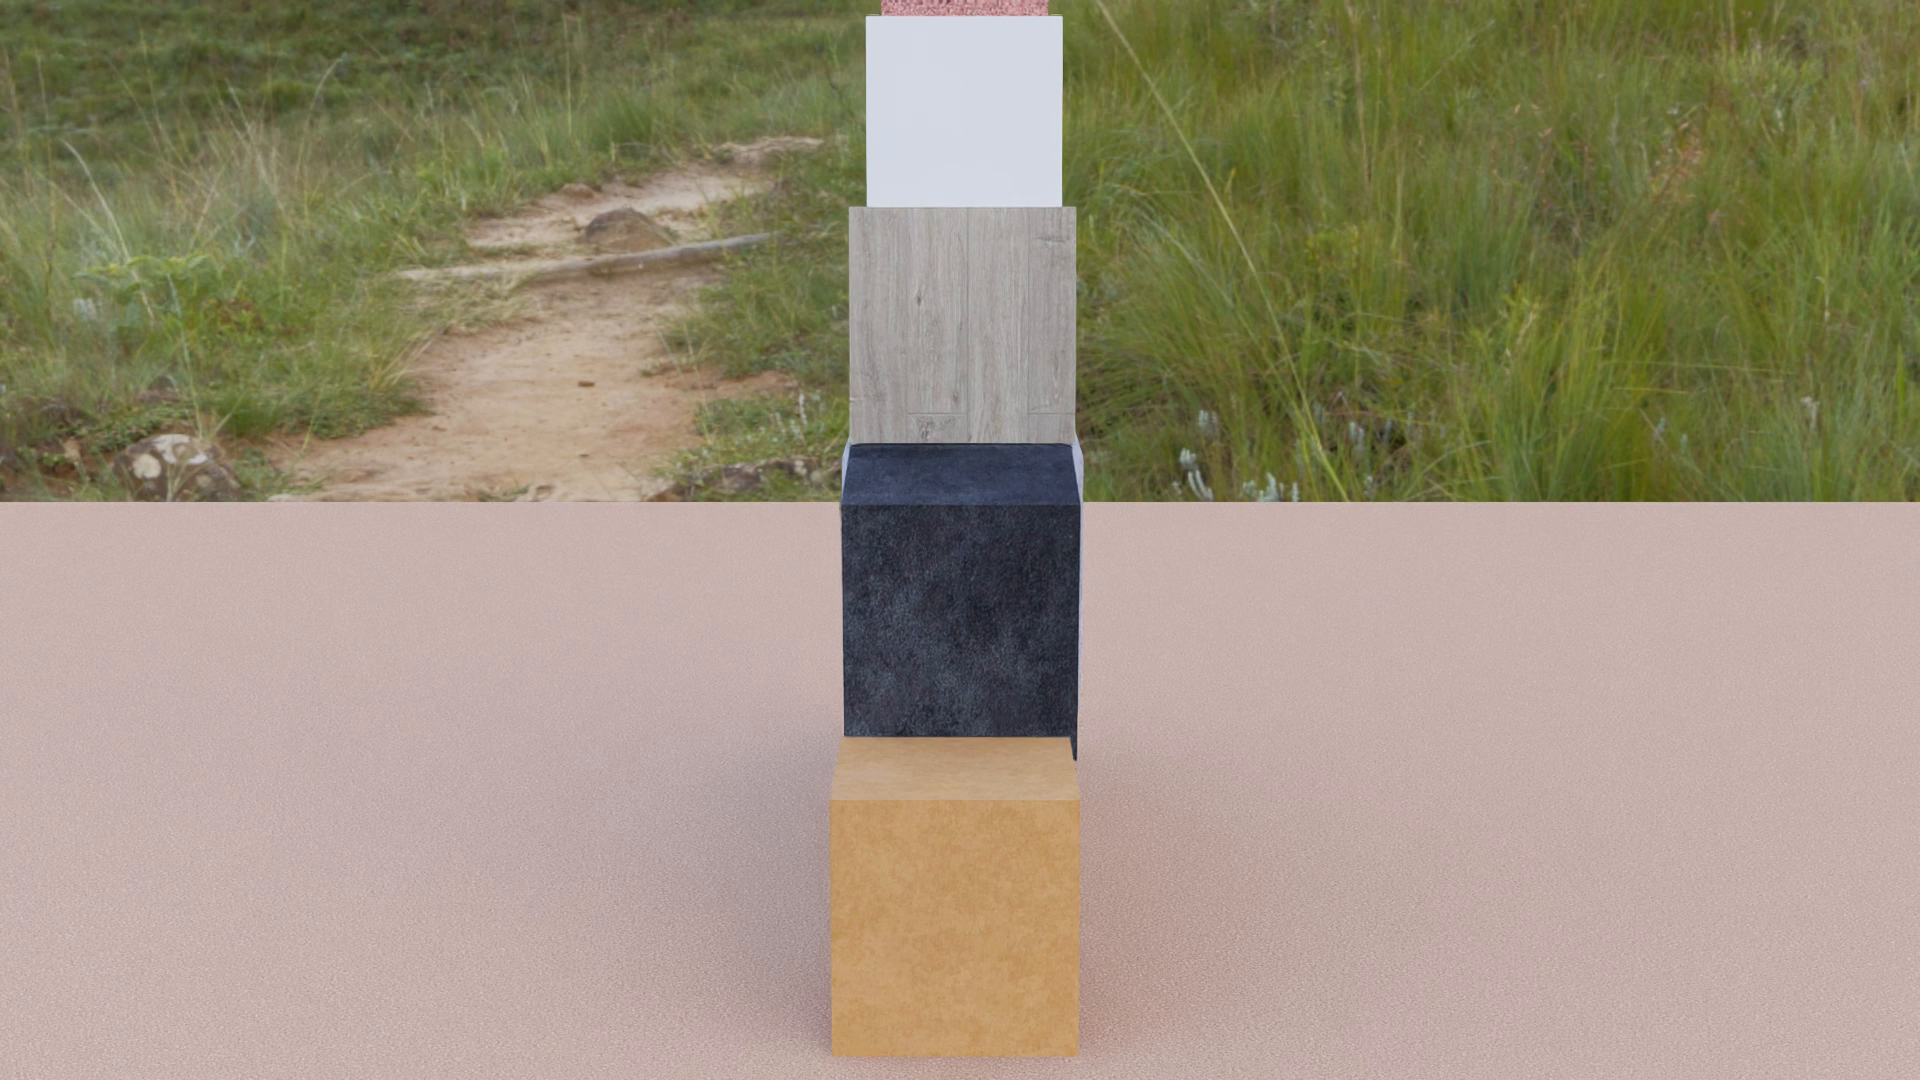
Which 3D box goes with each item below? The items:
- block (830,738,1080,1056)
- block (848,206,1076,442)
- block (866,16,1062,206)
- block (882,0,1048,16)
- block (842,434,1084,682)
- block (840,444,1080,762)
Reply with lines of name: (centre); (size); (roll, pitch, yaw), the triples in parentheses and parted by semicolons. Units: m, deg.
block: (-0.018, 1.318, 9.630); (0.890, 0.960, 0.879); (0, 10, 0)
block: (0.011, -0.921, 10.955); (0.928, 0.961, 0.910); (0, 5, 0)
block: (0.018, -1.786, 10.877); (0.799, 0.772, 0.794); (0, 6, 0)
block: (0.020, -2.575, 10.791); (0.678, 0.799, 0.724); (0, 7, 0)
block: (0.012, 0.037, 11.279); (1.005, 0.963, 1.034); (0, 10, 0)
block: (0.003, 0.235, 10.274); (0.908, 1.044, 0.874); (0, 17, 0)
